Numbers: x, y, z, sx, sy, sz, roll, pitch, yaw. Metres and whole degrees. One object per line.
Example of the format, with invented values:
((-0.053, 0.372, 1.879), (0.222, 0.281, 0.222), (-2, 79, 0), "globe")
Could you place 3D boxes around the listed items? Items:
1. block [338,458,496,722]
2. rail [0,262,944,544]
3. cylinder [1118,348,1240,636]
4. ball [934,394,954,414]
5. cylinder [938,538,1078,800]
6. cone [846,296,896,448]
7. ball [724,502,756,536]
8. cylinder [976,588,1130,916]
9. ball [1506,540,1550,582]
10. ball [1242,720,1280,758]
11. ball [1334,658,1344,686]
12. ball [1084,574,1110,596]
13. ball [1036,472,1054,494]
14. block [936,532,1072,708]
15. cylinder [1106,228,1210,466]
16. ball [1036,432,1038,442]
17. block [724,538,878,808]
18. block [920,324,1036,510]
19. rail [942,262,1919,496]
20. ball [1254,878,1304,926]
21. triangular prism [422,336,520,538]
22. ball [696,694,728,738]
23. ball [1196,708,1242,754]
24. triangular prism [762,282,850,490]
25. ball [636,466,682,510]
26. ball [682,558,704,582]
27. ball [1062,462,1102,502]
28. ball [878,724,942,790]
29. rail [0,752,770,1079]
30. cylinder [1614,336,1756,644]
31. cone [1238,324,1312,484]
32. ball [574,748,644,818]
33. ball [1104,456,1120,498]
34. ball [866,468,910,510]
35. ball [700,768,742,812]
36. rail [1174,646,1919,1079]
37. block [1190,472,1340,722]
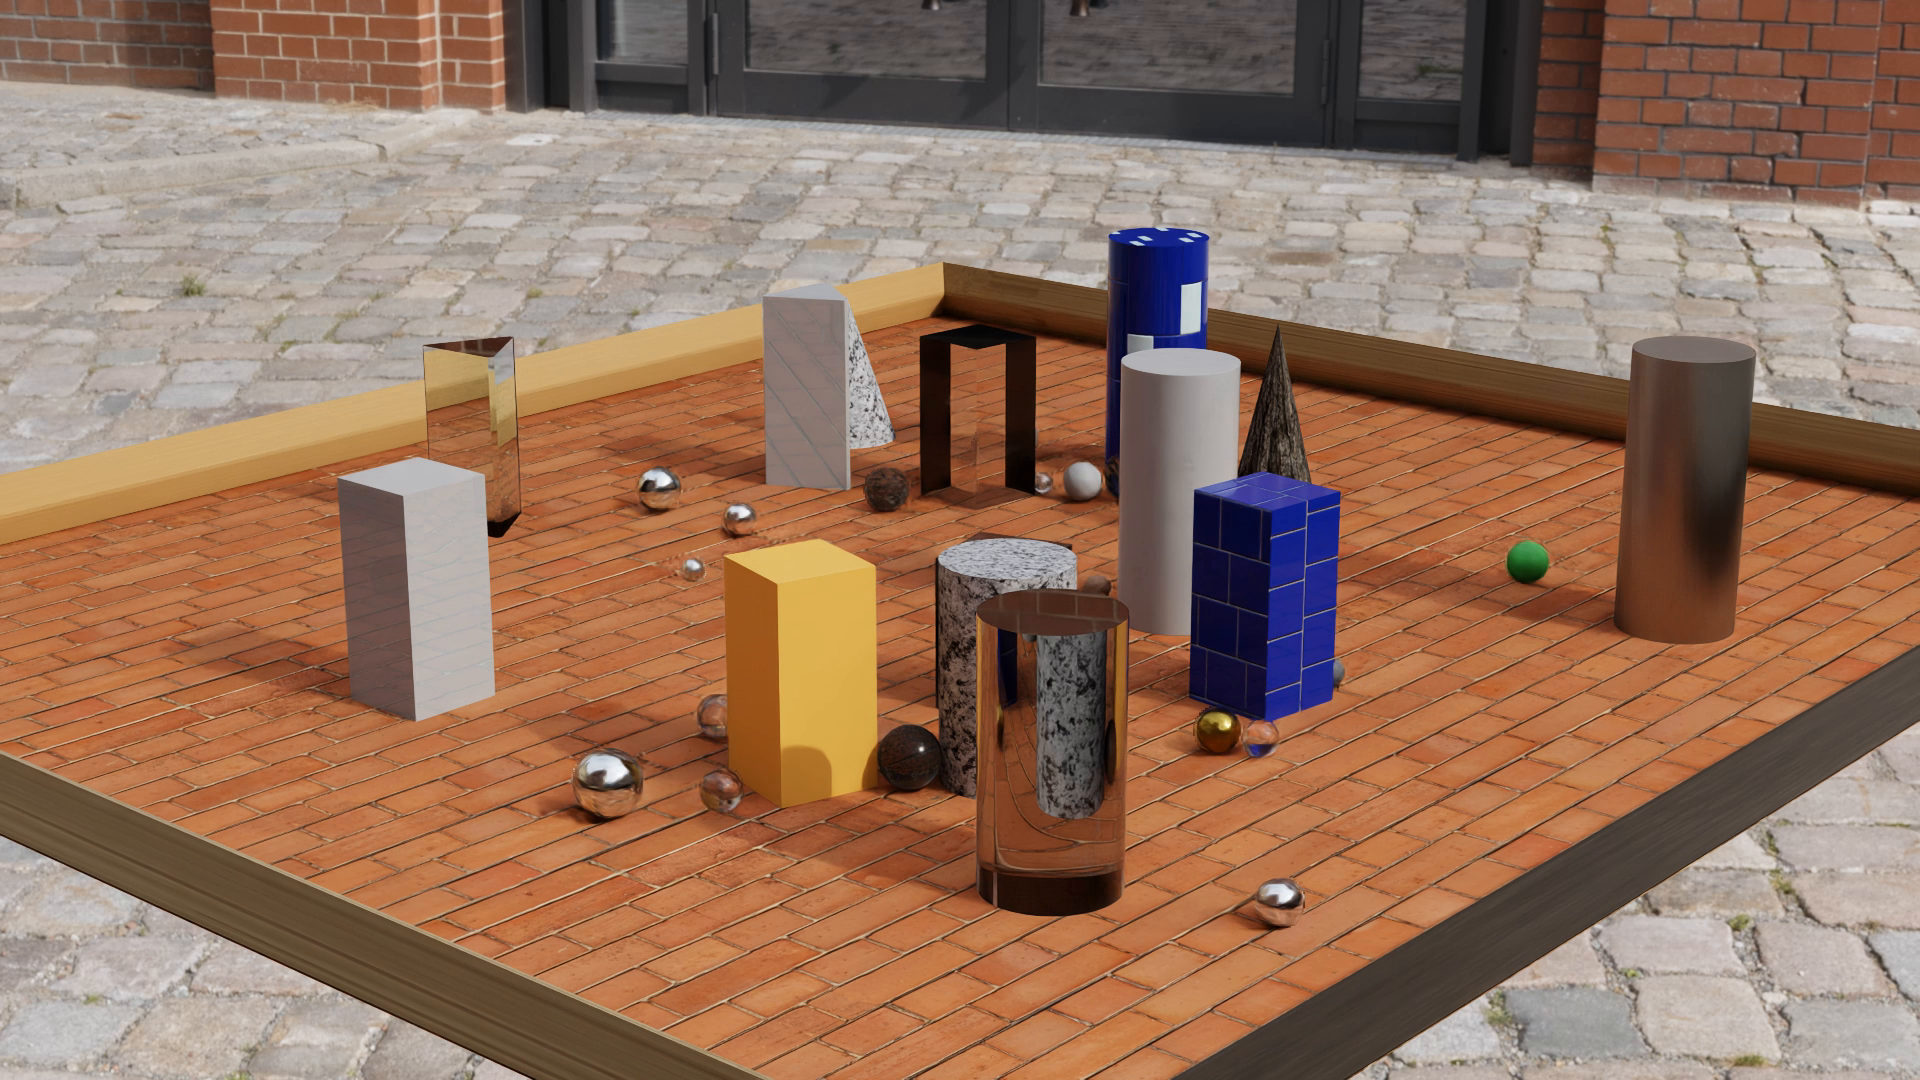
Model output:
((-0.848, 0.075, 4.579), (0.159, 0.363, 0.159), (14, 22, 39), "block")
((-1.144, -0.254, 6.071), (0.045, 0.129, 3.412), (14, 22, 39), "rail")
((0.368, -0.083, 4.952), (0.199, 0.449, 0.199), (0, 17, 0), "cylinder")
((-0.035, -0.295, 6.365), (0.040, 0.040, 0.040), (0, 17, 0), "ball")
((0.069, 0.187, 4.252), (0.199, 0.336, 0.199), (0, 17, 0), "cylinder")
((-0.235, -0.362, 6.135), (0.199, 0.301, 0.199), (0, 17, 0), "cone")
((-0.411, -0.039, 5.478), (0.062, 0.062, 0.062), (0, 17, 0), "ball")
((0.121, 0.278, 3.864), (0.199, 0.386, 0.199), (0, 17, 0), "cylinder")
((1.007, 0.039, 5.198), (0.074, 0.074, 0.074), (0, 17, 0), "ball")
((0.449, 0.296, 4.374), (0.057, 0.057, 0.057), (0, 17, 0), "ball")
((0.590, 0.211, 4.675), (0.046, 0.046, 0.046), (0, 17, 0), "ball")
((0.238, 0.084, 5.095), (0.047, 0.047, 0.047), (0, 17, 0), "ball")
((0.162, -0.112, 5.757), (0.041, 0.041, 0.041), (0, 17, 0), "ball")
((0.068, 0.135, 4.581), (0.159, 0.246, 0.159), (8, 19, 25), "block")
((0.393, -0.370, 5.859), (0.199, 0.476, 0.199), (0, 17, 0), "cylinder")
((0.121, -0.212, 6.027), (0.077, 0.077, 0.077), (0, 17, 0), "ball")
((-0.230, 0.190, 4.240), (0.159, 0.336, 0.159), (-10, 20, -31), "block")
((0.035, -0.241, 5.706), (0.159, 0.317, 0.159), (-15, 22, -41), "block")
((1.103, -0.334, 6.336), (3.077, 0.129, 0.045), (14, 22, 39), "rail")
((0.412, 0.469, 3.791), (0.063, 0.063, 0.063), (0, 17, 0), "ball")
((-0.888, -0.201, 5.526), (0.173, 0.345, 0.150), (11, 20, 33), "triangular prism")
((-0.367, 0.267, 4.453), (0.068, 0.068, 0.068), (0, 17, 0), "ball")
((0.387, 0.286, 4.390), (0.068, 0.068, 0.068), (0, 17, 0), "ball")
((-0.285, -0.308, 5.818), (0.173, 0.382, 0.150), (4, 17, 13), "triangular prism")
((-0.579, -0.098, 5.634), (0.085, 0.085, 0.085), (0, 17, 0), "ball")
((-0.474, 0.054, 5.206), (0.041, 0.041, 0.041), (0, 17, 0), "ball")
((0.238, -0.114, 5.699), (0.078, 0.078, 0.078), (0, 17, 0), "ball")
((-0.073, 0.315, 4.247), (0.095, 0.095, 0.095), (0, 17, 0), "ball")
((-1.103, 0.399, 3.903), (3.077, 0.129, 0.045), (14, 22, 39), "rail")
((1.211, -0.085, 4.905), (0.199, 0.480, 0.199), (0, 17, 0), "cylinder")
((0.573, -0.188, 5.340), (0.199, 0.427, 0.199), (0, 17, 0), "cone")
((-0.496, 0.344, 4.142), (0.100, 0.100, 0.100), (0, 17, 0), "ball")
((0.325, -0.122, 5.707), (0.089, 0.089, 0.089), (0, 17, 0), "ball")
((-0.139, -0.098, 5.636), (0.084, 0.084, 0.084), (0, 17, 0), "ball")
((-0.339, 0.356, 4.166), (0.062, 0.062, 0.062), (0, 17, 0), "ball")
((1.144, 0.319, 4.169), (0.045, 0.129, 3.412), (14, 22, 39), "rail")
((0.474, 0.087, 4.574), (0.159, 0.342, 0.159), (-15, 22, -40), "block")
